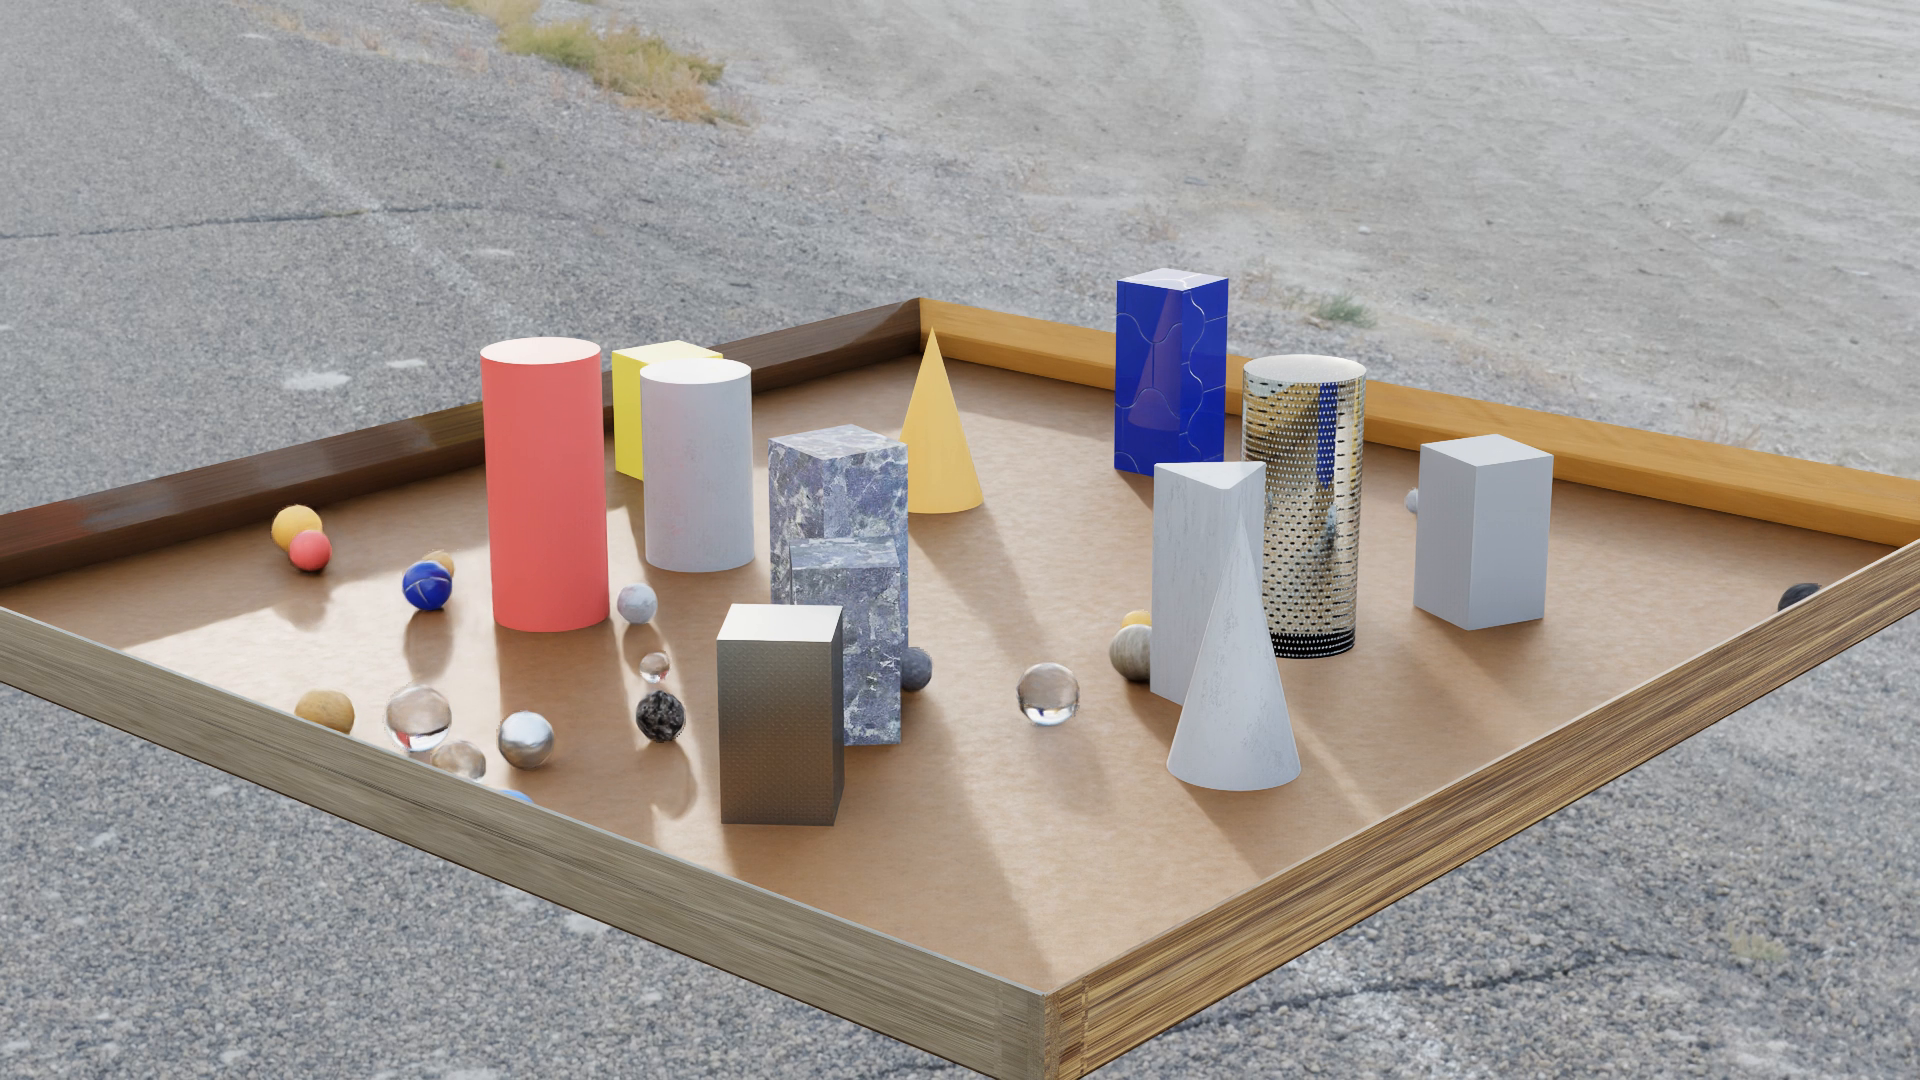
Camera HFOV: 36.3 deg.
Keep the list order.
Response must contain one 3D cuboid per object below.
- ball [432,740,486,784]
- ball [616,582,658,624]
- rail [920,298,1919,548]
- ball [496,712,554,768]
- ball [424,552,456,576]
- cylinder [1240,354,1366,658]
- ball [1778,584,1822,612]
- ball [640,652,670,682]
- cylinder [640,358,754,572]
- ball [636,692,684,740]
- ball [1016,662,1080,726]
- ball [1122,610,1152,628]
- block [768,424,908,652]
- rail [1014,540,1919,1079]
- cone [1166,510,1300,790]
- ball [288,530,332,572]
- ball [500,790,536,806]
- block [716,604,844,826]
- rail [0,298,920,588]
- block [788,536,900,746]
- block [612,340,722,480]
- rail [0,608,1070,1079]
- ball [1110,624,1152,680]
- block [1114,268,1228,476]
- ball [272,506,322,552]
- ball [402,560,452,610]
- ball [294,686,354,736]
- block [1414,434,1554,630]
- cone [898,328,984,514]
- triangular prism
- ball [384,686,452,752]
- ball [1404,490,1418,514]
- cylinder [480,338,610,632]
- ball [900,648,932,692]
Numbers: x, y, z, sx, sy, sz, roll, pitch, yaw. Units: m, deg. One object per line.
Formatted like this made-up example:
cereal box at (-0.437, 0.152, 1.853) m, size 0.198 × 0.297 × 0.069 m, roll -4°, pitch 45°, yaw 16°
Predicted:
ball at (-0.723, 0.327, 4.232) m, size 0.079 × 0.079 × 0.079 m, roll 0°, pitch 17°, yaw 0°
ball at (-0.548, 0.106, 4.980) m, size 0.070 × 0.070 × 0.070 m, roll 0°, pitch 17°, yaw 0°
rail at (0.873, -0.258, 6.083) m, size 2.608 × 0.129 × 0.045 m, roll 14°, pitch 22°, yaw 39°
ball at (-0.641, 0.295, 4.329) m, size 0.084 × 0.084 × 0.084 m, roll 0°, pitch 17°, yaw 0°
ball at (-0.924, 0.049, 5.187) m, size 0.060 × 0.060 × 0.060 m, roll 0°, pitch 17°, yaw 0°
cylinder at (0.561, -0.056, 4.835) m, size 0.199 × 0.465 × 0.199 m, roll 0°, pitch 17°, yaw 0°
ball at (1.415, 0.118, 4.909) m, size 0.089 × 0.089 × 0.089 m, roll 0°, pitch 17°, yaw 0°
ball at (-0.488, 0.203, 4.694) m, size 0.049 × 0.049 × 0.049 m, roll 0°, pitch 17°, yaw 0°
cylinder at (-0.474, -0.137, 5.306) m, size 0.199 × 0.348 × 0.199 m, roll 0°, pitch 17°, yaw 0°
ball at (-0.455, 0.266, 4.443) m, size 0.074 × 0.074 × 0.074 m, roll 0°, pitch 17°, yaw 0°
ball at (0.135, 0.236, 4.501) m, size 0.098 × 0.098 × 0.098 m, roll 0°, pitch 17°, yaw 0°
ball at (0.295, 0.144, 4.883) m, size 0.053 × 0.053 × 0.053 m, roll 0°, pitch 17°, yaw 0°
block at (-0.193, 0.030, 4.681) m, size 0.159 × 0.388 × 0.159 m, roll -12°, pitch 20°, yaw -34°
rail at (0.967, 0.274, 4.316) m, size 0.045 × 0.129 × 2.711 m, roll 14°, pitch 22°, yaw 39°
cone at (0.406, 0.146, 4.287) m, size 0.199 × 0.395 × 0.199 m, roll 0°, pitch 17°, yaw 0°
ball at (-1.166, 0.019, 5.260) m, size 0.075 × 0.075 × 0.075 m, roll 0°, pitch 17°, yaw 0°
ball at (-0.621, 0.385, 4.029) m, size 0.084 × 0.084 × 0.084 m, roll 0°, pitch 17°, yaw 0°
block at (-0.252, 0.247, 4.160) m, size 0.159 × 0.274 × 0.159 m, roll 1°, pitch 17°, yaw 3°
rail at (-0.967, -0.210, 5.924) m, size 0.045 × 0.129 × 2.711 m, roll 14°, pitch 22°, yaw 39°
block at (-0.176, 0.153, 4.460) m, size 0.159 × 0.280 × 0.159 m, roll -1°, pitch 17°, yaw -5°
block at (-0.584, -0.255, 5.875) m, size 0.159 × 0.246 × 0.159 m, roll -13°, pitch 21°, yaw -37°
rail at (-0.873, 0.322, 4.157) m, size 2.608 × 0.129 × 0.045 m, roll 14°, pitch 22°, yaw 39°
ball at (0.285, 0.180, 4.699) m, size 0.091 × 0.091 × 0.091 m, roll 0°, pitch 17°, yaw 0°
block at (0.423, -0.334, 5.890) m, size 0.159 × 0.388 × 0.159 m, roll 13°, pitch 21°, yaw 37°
ball at (-1.211, -0.018, 5.358) m, size 0.091 × 0.091 × 0.091 m, roll 0°, pitch 17°, yaw 0°
ball at (-0.917, 0.077, 5.049) m, size 0.086 × 0.086 × 0.086 m, roll 0°, pitch 17°, yaw 0°
ball at (-0.957, 0.266, 4.414) m, size 0.091 × 0.091 × 0.091 m, roll 0°, pitch 17°, yaw 0°
block at (0.892, -0.015, 5.006) m, size 0.159 × 0.288 × 0.159 m, roll -8°, pitch 19°, yaw -25°
cone at (-0.053, -0.245, 5.669) m, size 0.199 × 0.345 × 0.199 m, roll 0°, pitch 17°, yaw 0°
triangular prism at (0.413, 0.069, 4.581) m, size 0.149 × 0.372 × 0.172 m, roll -11°, pitch 20°, yaw -33°
ball at (-0.811, 0.268, 4.394) m, size 0.099 × 0.099 × 0.099 m, roll 0°, pitch 17°, yaw 0°
ball at (0.875, -0.074, 5.621) m, size 0.046 × 0.046 × 0.046 m, roll 0°, pitch 17°, yaw 0°
cylinder at (-0.701, -0.095, 4.968) m, size 0.199 × 0.463 × 0.199 m, roll 0°, pitch 17°, yaw 0°
ball at (-0.077, 0.206, 4.652) m, size 0.068 × 0.068 × 0.068 m, roll 0°, pitch 17°, yaw 0°
